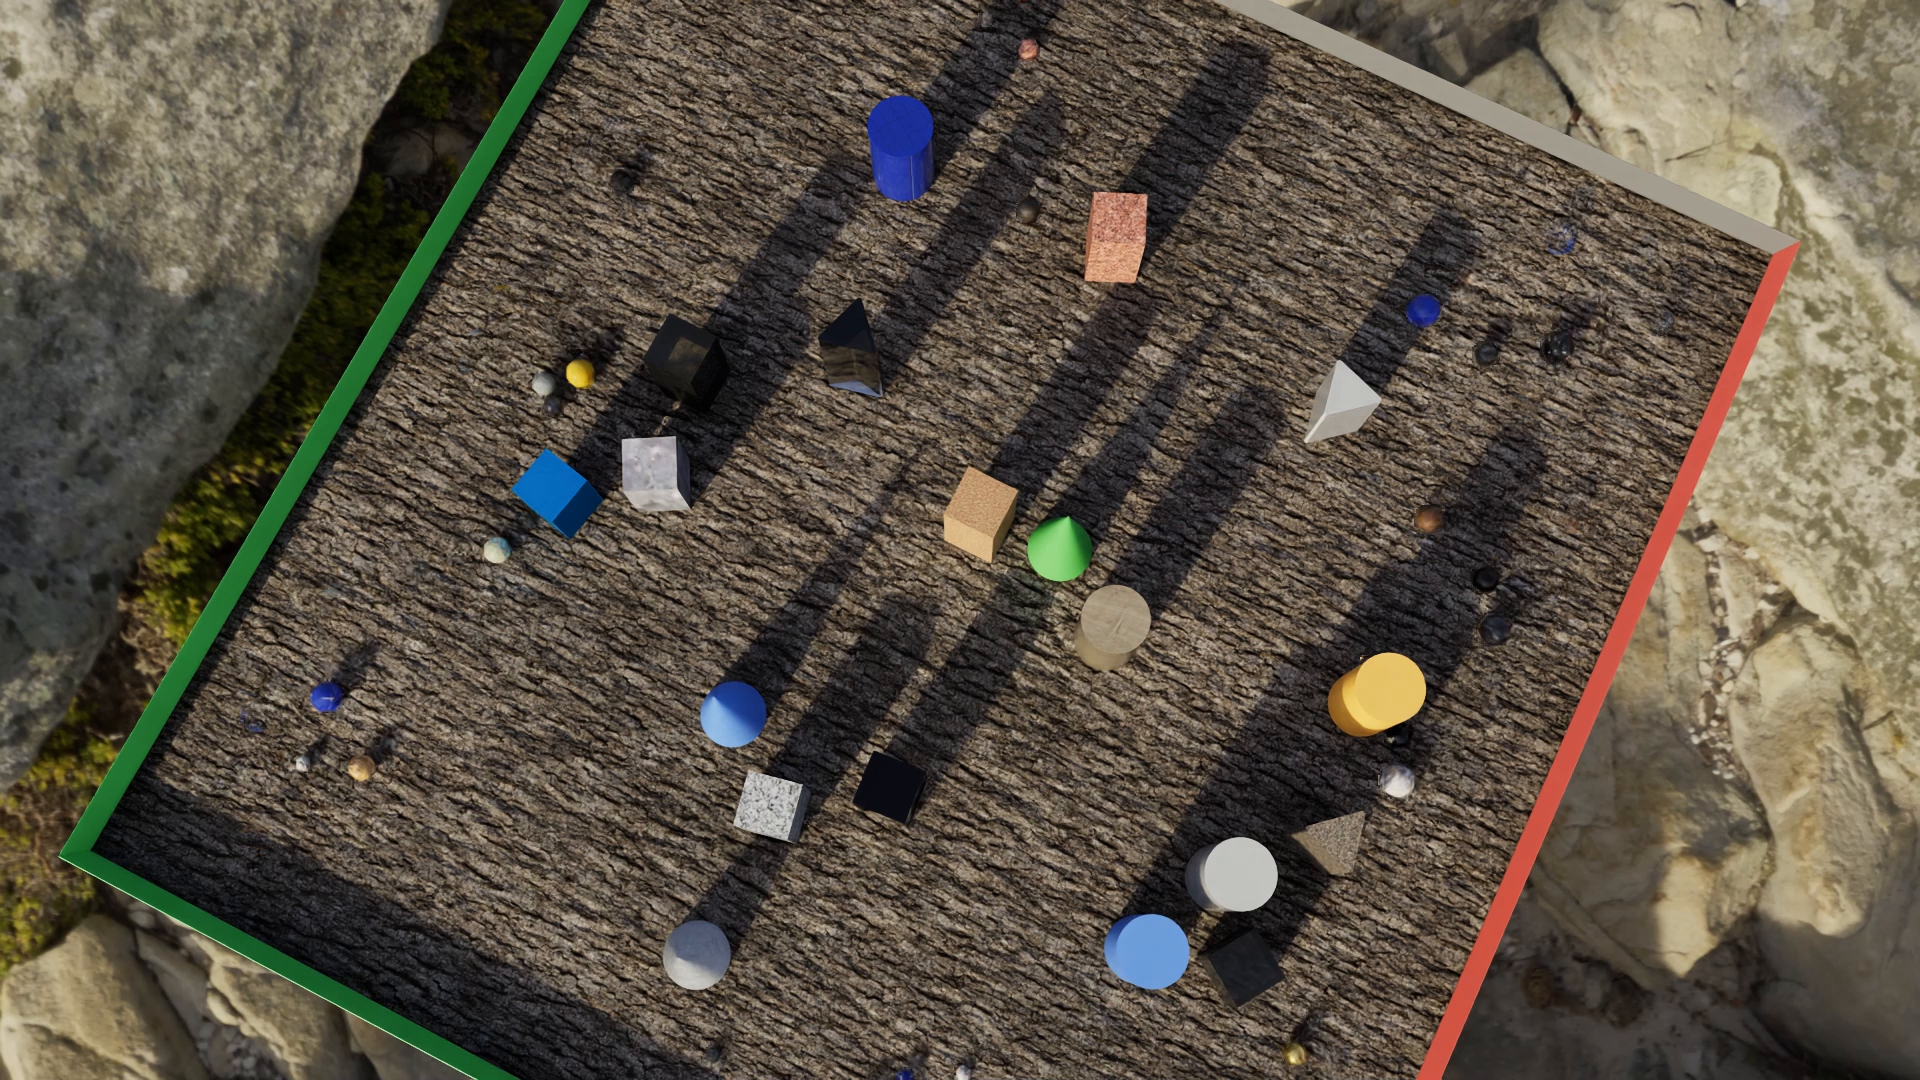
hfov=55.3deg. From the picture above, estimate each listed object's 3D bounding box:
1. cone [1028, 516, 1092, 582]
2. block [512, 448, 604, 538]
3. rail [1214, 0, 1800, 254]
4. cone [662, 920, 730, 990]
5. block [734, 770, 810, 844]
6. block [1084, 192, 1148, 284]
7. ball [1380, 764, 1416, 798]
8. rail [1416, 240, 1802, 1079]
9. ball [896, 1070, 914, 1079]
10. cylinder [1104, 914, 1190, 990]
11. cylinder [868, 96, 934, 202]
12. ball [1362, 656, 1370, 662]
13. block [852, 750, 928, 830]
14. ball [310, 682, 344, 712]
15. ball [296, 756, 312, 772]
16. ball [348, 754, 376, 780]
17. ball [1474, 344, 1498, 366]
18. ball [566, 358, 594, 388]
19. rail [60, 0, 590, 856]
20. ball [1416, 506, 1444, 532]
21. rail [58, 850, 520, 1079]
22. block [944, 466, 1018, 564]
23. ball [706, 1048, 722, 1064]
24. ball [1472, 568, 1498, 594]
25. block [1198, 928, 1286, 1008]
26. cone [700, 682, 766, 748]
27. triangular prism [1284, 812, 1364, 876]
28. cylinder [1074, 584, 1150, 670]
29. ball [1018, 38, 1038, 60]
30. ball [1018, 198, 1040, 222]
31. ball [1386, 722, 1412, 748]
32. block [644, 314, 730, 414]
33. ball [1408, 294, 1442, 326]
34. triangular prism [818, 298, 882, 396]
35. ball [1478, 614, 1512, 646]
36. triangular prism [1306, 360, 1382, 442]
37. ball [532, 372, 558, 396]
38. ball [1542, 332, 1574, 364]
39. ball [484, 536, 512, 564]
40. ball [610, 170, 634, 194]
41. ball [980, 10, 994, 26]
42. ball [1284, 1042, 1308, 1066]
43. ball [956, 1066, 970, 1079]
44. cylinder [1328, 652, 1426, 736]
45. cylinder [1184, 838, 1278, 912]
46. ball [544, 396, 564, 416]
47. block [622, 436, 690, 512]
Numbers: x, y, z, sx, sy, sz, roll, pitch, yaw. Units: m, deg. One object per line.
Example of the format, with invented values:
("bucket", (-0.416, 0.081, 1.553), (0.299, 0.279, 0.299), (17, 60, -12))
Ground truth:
("cone", (0.306, -0.019, 5.381), (0.199, 0.469, 0.199), (0, 78, 0))
("block", (-1.208, -0.136, 5.514), (0.159, 0.255, 0.159), (37, 81, 7))
("rail", (0.887, -1.731, 5.908), (3.822, 0.129, 0.045), (26, 80, 5))
("cone", (-0.771, 1.178, 5.186), (0.199, 0.367, 0.199), (0, 78, 0))
("block", (-0.541, 0.776, 5.306), (0.159, 0.294, 0.159), (14, 79, 3))
("block", (0.476, -0.926, 5.635), (0.159, 0.340, 0.159), (3, 78, 1))
("ball", (1.295, 0.711, 5.419), (0.099, 0.099, 0.099), (0, 78, 0))
("rail", (1.688, 0.833, 5.377), (0.045, 0.129, 4.015), (26, 80, 5))
("ball", (-0.159, 1.552, 5.267), (0.055, 0.055, 0.055), (0, 78, 0))
("cylinder", (0.522, 1.156, 5.164), (0.199, 0.417, 0.199), (0, 78, 0))
("cylinder", (-0.180, -1.211, 5.690), (0.199, 0.348, 0.199), (0, 78, 0))
("ball", (1.232, 0.373, 5.518), (0.043, 0.043, 0.043), (0, 78, 0))
("block", (-0.200, 0.726, 5.311), (0.159, 0.304, 0.159), (22, 79, 4))
("ball", (-1.891, 0.469, 5.473), (0.091, 0.091, 0.091), (0, 78, 0))
("ball", (-1.954, 0.667, 5.455), (0.046, 0.046, 0.046), (0, 78, 0))
("ball", (-1.774, 0.676, 5.437), (0.077, 0.077, 0.077), (0, 78, 0))
("ball", (1.636, -0.575, 5.699), (0.073, 0.073, 0.073), (0, 78, 0))
("ball", (-1.177, -0.517, 5.678), (0.089, 0.089, 0.089), (0, 78, 0))
("rail", (-1.688, -0.820, 5.719), (0.045, 0.129, 4.015), (26, 80, 5))
("ball", (1.433, -0.062, 5.589), (0.080, 0.080, 0.080), (0, 78, 0))
("rail", (-0.887, 1.744, 5.189), (3.822, 0.129, 0.045), (26, 80, 5))
("block", (0.060, -0.071, 5.443), (0.159, 0.370, 0.159), (26, 80, 5))
("ball", (-0.711, 1.486, 5.287), (0.044, 0.044, 0.044), (0, 78, 0))
("ball", (1.591, 0.122, 5.551), (0.078, 0.078, 0.078), (0, 78, 0))
("block", (0.801, 1.219, 5.239), (0.159, 0.245, 0.159), (-30, 80, -6))
("cone", (-0.681, 0.478, 5.291), (0.199, 0.444, 0.199), (0, 78, 0))
("triangular prism", (1.073, 0.843, 5.262), (0.149, 0.353, 0.172), (-44, 82, -8))
("cylinder", (0.443, 0.261, 5.379), (0.199, 0.360, 0.199), (0, 78, 0))
("ball", (0.221, -1.582, 5.910), (0.067, 0.067, 0.067), (0, 78, 0))
("ball", (0.217, -1.042, 5.796), (0.072, 0.072, 0.072), (0, 78, 0))
("ball", (1.307, 0.582, 5.457), (0.076, 0.076, 0.076), (0, 78, 0))
("block", (-0.823, -0.530, 5.551), (0.159, 0.344, 0.159), (27, 80, 5))
("ball", (1.449, -0.719, 5.715), (0.099, 0.099, 0.099), (0, 78, 0))
("triangular prism", (-0.308, -0.584, 5.506), (0.172, 0.453, 0.149), (14, 79, 3))
("ball", (1.611, 0.271, 5.510), (0.098, 0.098, 0.098), (0, 78, 0))
("triangular prism", (1.134, -0.426, 5.539), (0.172, 0.324, 0.149), (-14, 79, -3))
("ball", (-1.287, -0.483, 5.678), (0.076, 0.076, 0.076), (0, 78, 0))
("ball", (1.858, -0.595, 5.691), (0.096, 0.096, 0.096), (0, 78, 0))
("ball", (-1.405, 0.031, 5.568), (0.082, 0.082, 0.082), (0, 78, 0))
("ball", (-1.075, -1.137, 5.814), (0.075, 0.075, 0.075), (0, 78, 0))
("ball", (0.090, -1.694, 5.944), (0.045, 0.045, 0.045), (0, 78, 0))
("ball", (0.967, 1.479, 5.276), (0.068, 0.068, 0.068), (0, 78, 0))
("ball", (0.009, 1.536, 5.277), (0.042, 0.042, 0.042), (0, 78, 0))
("cylinder", (1.206, 0.454, 5.323), (0.199, 0.391, 0.199), (0, 78, 0))
("cylinder", (0.763, 0.952, 5.193), (0.199, 0.444, 0.199), (0, 78, 0))
("ball", (-1.259, -0.416, 5.672), (0.061, 0.061, 0.061), (0, 78, 0))
("block", (-0.912, -0.196, 5.517), (0.159, 0.275, 0.159), (-3, 78, -1))
